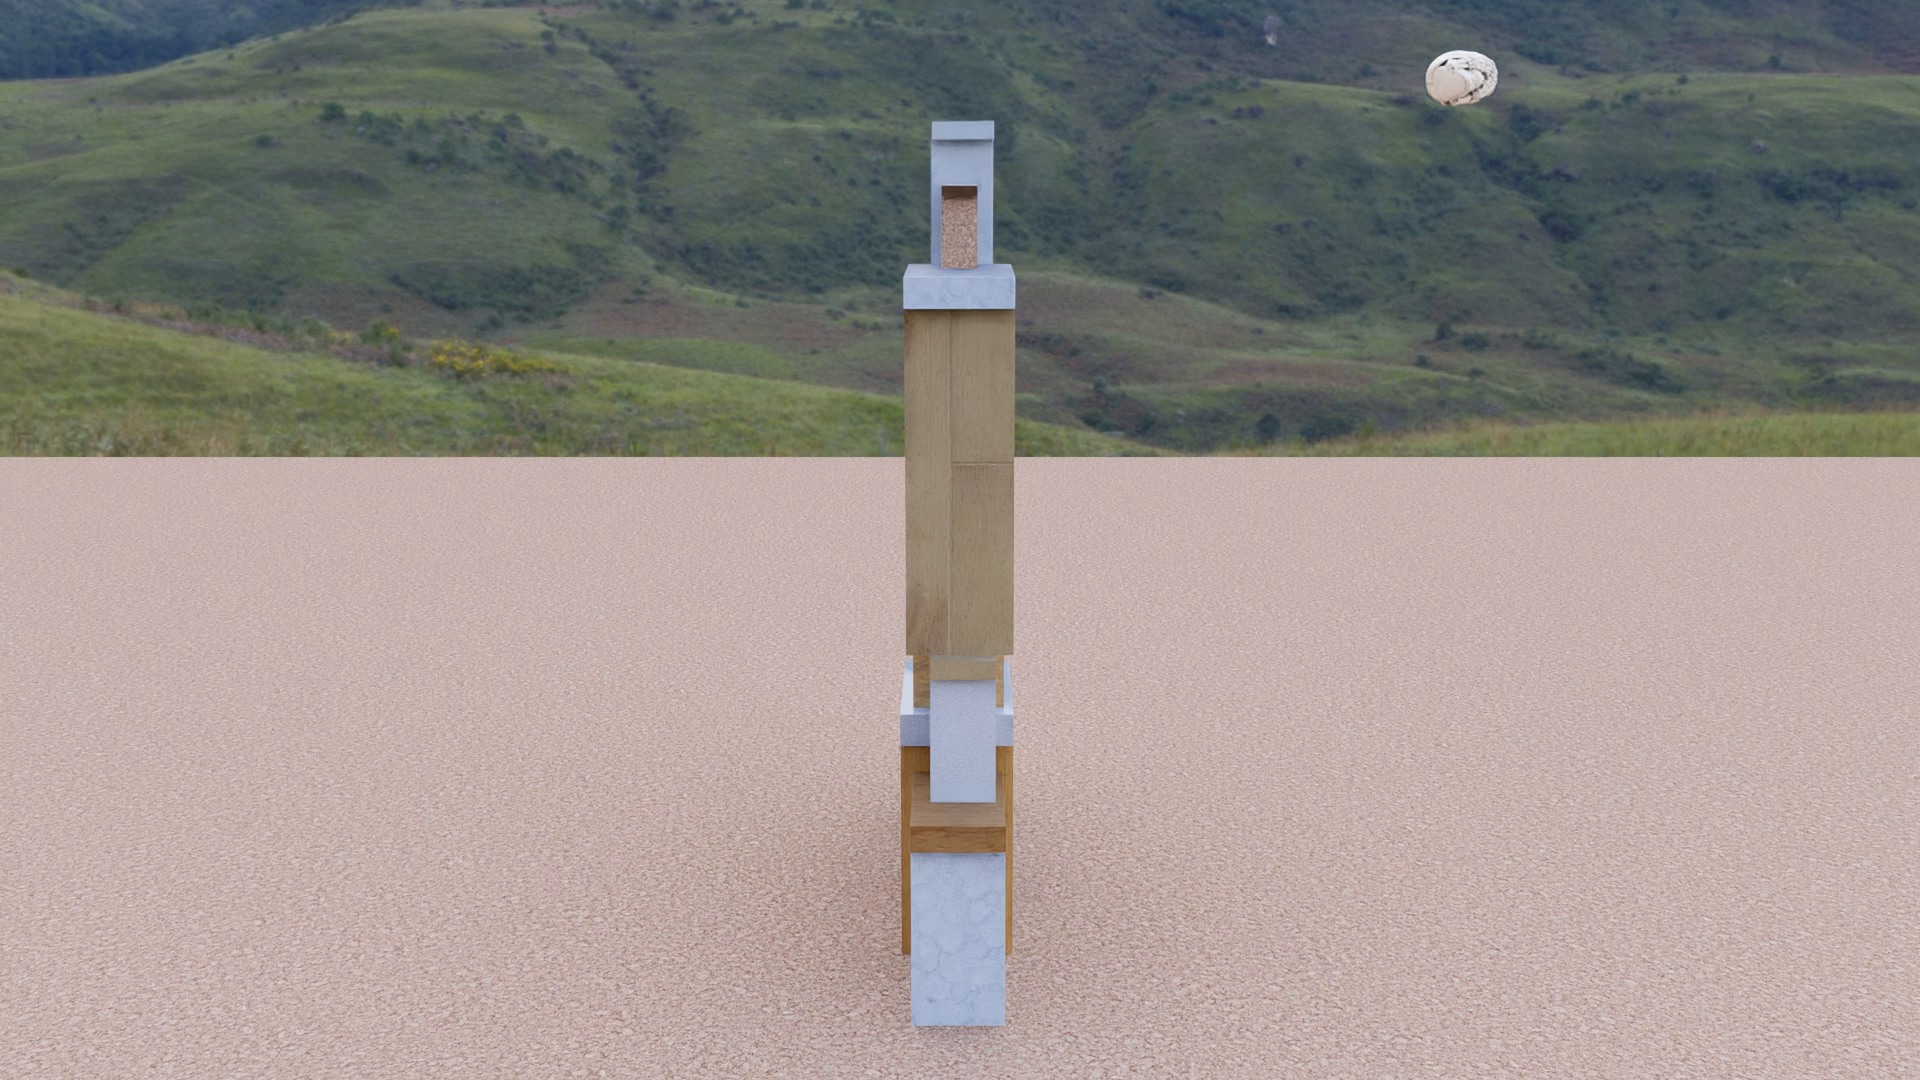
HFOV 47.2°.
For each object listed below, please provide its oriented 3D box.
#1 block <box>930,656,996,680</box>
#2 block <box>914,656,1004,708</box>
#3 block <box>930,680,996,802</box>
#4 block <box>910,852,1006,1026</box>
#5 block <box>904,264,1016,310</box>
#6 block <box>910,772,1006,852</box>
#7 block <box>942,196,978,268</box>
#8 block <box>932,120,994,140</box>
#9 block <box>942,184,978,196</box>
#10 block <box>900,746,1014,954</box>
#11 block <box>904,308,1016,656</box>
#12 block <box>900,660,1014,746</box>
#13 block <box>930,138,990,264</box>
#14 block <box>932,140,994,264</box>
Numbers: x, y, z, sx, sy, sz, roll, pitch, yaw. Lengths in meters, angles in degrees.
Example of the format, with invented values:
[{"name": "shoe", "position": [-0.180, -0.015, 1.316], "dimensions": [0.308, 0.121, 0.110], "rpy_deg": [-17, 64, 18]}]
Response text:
[{"name": "block", "position": [0.004, 0.167, 3.194], "dimensions": [0.093, 0.026, 0.186], "rpy_deg": [0, 11, 0]}, {"name": "block", "position": [-0.002, 0.116, 3.331], "dimensions": [0.137, 0.274, 0.039], "rpy_deg": [0, 11, 0]}, {"name": "block", "position": [0.004, 0.283, 3.152], "dimensions": [0.093, 0.186, 0.026], "rpy_deg": [0, 11, 0]}, {"name": "block", "position": [-0.003, 0.557, 3.122], "dimensions": [0.133, 0.265, 0.038], "rpy_deg": [0, 11, 0]}, {"name": "block", "position": [-0.001, -0.366, 3.163], "dimensions": [0.153, 0.043, 0.307], "rpy_deg": [0, 11, 0]}, {"name": "block", "position": [-0.003, 0.391, 3.181], "dimensions": [0.133, 0.038, 0.265], "rpy_deg": [0, 11, 0]}, {"name": "block", "position": [-0.001, -0.447, 3.192], "dimensions": [0.052, 0.104, 0.015], "rpy_deg": [0, 11, 0]}, {"name": "block", "position": [0.004, -0.623, 3.345], "dimensions": [0.092, 0.026, 0.184], "rpy_deg": [0, 11, 0]}, {"name": "block", "position": [-0.001, -0.512, 3.215], "dimensions": [0.052, 0.015, 0.104], "rpy_deg": [0, 11, 0]}, {"name": "block", "position": [-0.005, 0.467, 3.393], "dimensions": [0.171, 0.342, 0.048], "rpy_deg": [0, 11, 0]}, {"name": "block", "position": [0.000, -0.083, 3.112], "dimensions": [0.153, 0.495, 0.043], "rpy_deg": [0, 11, 0]}, {"name": "block", "position": [-0.005, 0.255, 3.470], "dimensions": [0.171, 0.048, 0.342], "rpy_deg": [0, 11, 0]}, {"name": "block", "position": [0.001, -0.468, 3.435], "dimensions": [0.092, 0.313, 0.026], "rpy_deg": [0, 11, 0]}, {"name": "block", "position": [0.003, -0.509, 3.306], "dimensions": [0.092, 0.184, 0.026], "rpy_deg": [0, 10, 0]}]
